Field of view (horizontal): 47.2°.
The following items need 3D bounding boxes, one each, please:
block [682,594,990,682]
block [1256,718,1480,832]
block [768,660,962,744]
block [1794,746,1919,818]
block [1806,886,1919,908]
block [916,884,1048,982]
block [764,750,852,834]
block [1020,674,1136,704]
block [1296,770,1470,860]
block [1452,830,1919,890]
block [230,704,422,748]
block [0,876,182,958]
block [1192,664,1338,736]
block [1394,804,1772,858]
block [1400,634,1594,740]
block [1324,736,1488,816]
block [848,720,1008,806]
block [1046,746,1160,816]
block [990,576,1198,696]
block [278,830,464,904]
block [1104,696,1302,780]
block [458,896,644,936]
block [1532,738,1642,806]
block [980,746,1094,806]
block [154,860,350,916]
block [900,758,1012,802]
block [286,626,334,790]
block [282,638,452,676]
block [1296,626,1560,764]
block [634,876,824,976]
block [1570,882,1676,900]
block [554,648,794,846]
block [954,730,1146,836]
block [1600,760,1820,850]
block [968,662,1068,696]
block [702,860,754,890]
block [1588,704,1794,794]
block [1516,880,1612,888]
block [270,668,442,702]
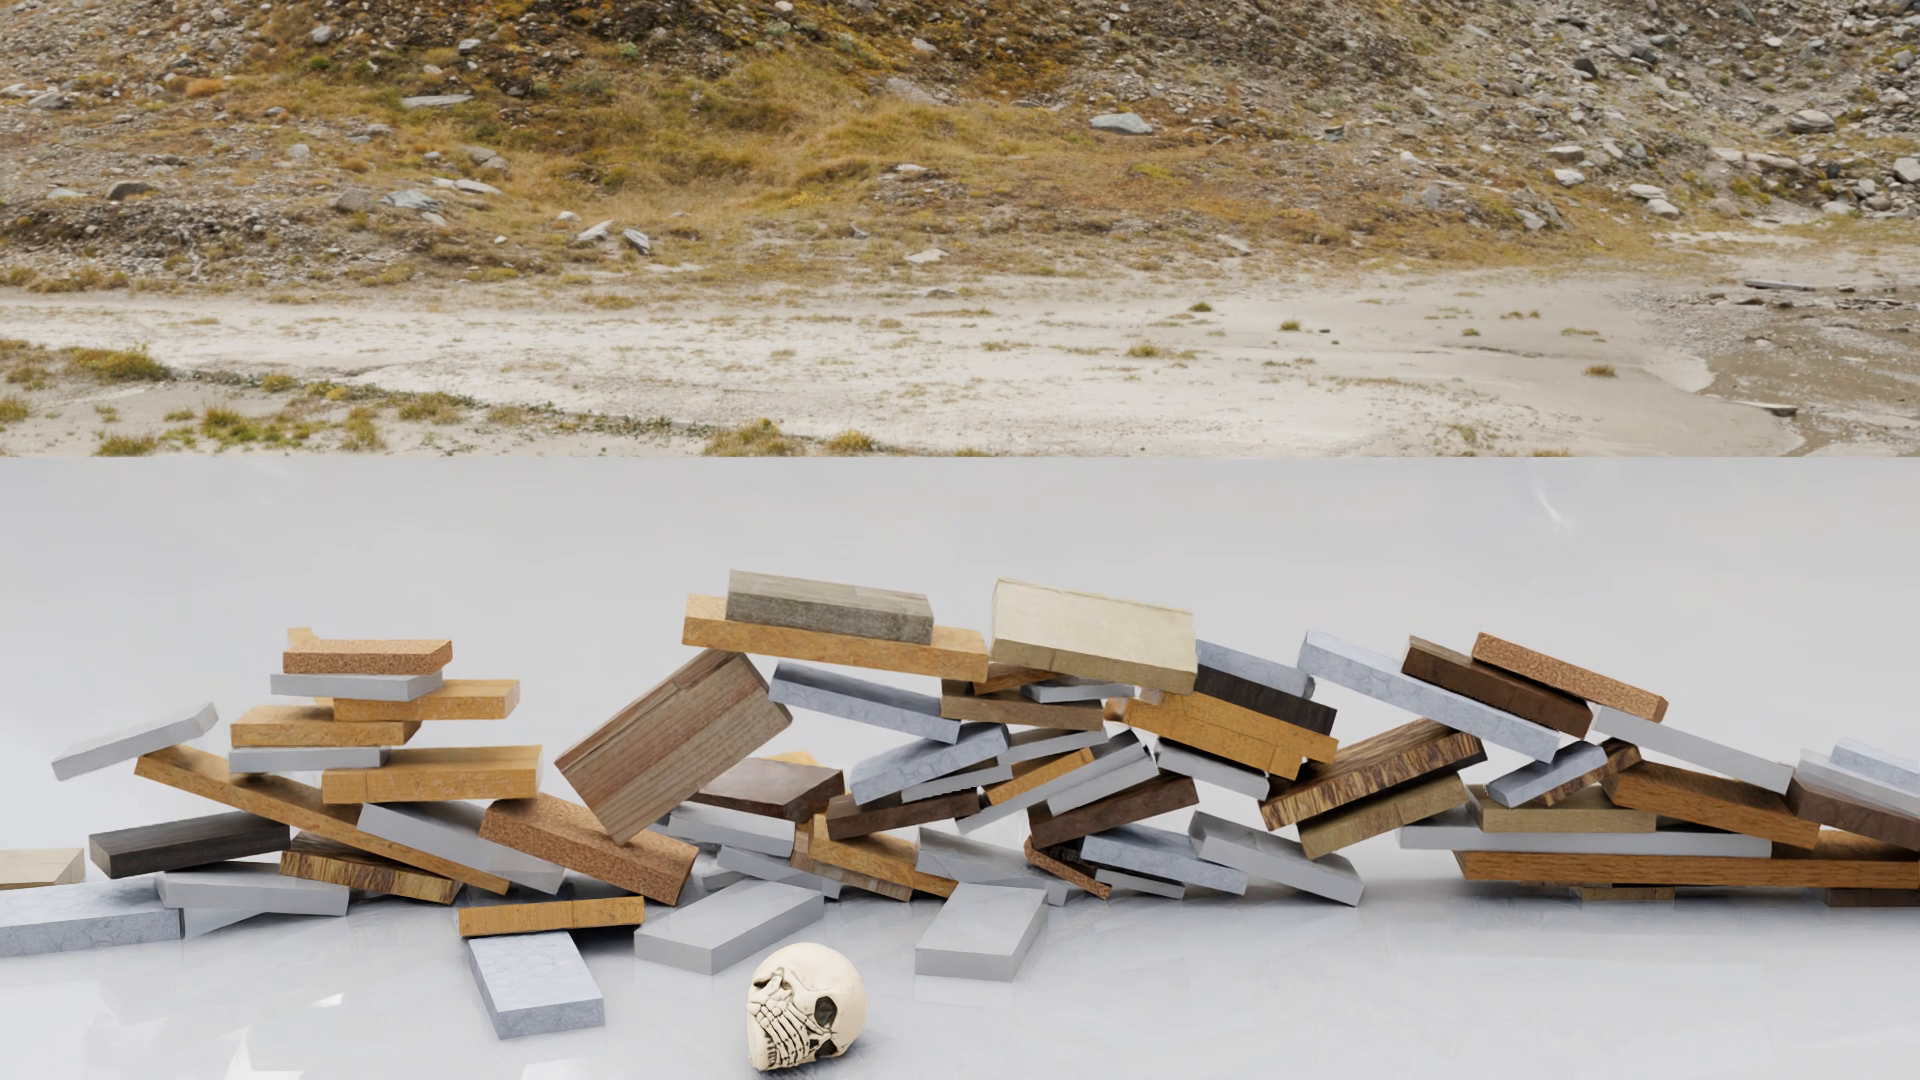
[{"bbox_3d":[-0.204,0.159,3.598,0.491,0.047,0.166,8,11,-7],"label":"block"},{"bbox_3d":[0.676,0.383,3.693,0.368,0.044,0.155,-22,8,6],"label":"block"},{"bbox_3d":[-0.155,0.266,3.626,0.314,0.037,0.132,14,10,-2],"label":"block"},{"bbox_3d":[1.482,0.400,3.596,0.222,0.031,0.111,19,12,18],"label":"block"},{"bbox_3d":[1.951,0.575,3.662,1.051,0.031,0.111,0,11,-1],"label":"block"},{"bbox_3d":[0.038,0.611,3.440,0.149,0.042,0.297,2,11,13],"label":"block"},{"bbox_3d":[-0.309,0.476,4.018,0.177,0.050,0.370,-8,15,-21],"label":"block"},{"bbox_3d":[0.194,0.242,3.623,0.169,0.024,0.085,-2,10,-21],"label":"block"},{"bbox_3d":[0.702,0.448,3.678,0.280,0.040,0.140,-22,8,8],"label":"block"},{"bbox_3d":[1.313,0.526,3.651,0.958,0.046,0.162,1,10,4],"label":"block"},{"bbox_3d":[-1.052,0.309,3.659,0.279,0.040,0.140,0,8,-2],"label":"block"},{"bbox_3d":[-1.422,0.599,3.486,0.354,0.050,0.177,-3,11,-17],"label":"block"},{"bbox_3d":[0.459,0.259,3.724,0.327,0.046,0.163,18,-6,-2],"label":"block"},{"bbox_3d":[1.027,0.481,3.662,0.595,0.040,0.140,1,10,5],"label":"block"},{"bbox_3d":[0.886,0.242,3.647,0.310,0.044,0.155,21,9,9],"label":"block"},{"bbox_3d":[0.743,0.393,3.696,0.284,0.025,0.089,-21,8,12],"label":"block"},{"bbox_3d":[-0.050,0.359,3.630,0.264,0.037,0.132,-20,9,4],"label":"block"},{"bbox_3d":[0.232,0.398,3.633,0.187,0.027,0.094,-22,10,2],"label":"block"},{"bbox_3d":[0.218,0.155,3.598,0.331,0.047,0.166,10,35,-5],"label":"block"},{"bbox_3d":[-0.972,0.541,3.660,0.282,0.040,0.141,11,8,-4],"label":"block"},{"bbox_3d":[0.404,0.332,3.695,0.310,0.044,0.155,19,-6,-8],"label":"block"},{"bbox_3d":[-0.638,0.588,3.437,0.279,0.040,0.140,-2,-11,-12],"label":"block"},{"bbox_3d":[1.016,0.379,3.602,0.178,0.025,0.089,-25,7,-8],"label":"block"},{"bbox_3d":[0.125,0.382,3.645,0.185,0.026,0.092,-24,10,-6],"label":"block"},{"bbox_3d":[-1.147,0.560,3.560,0.282,0.040,0.141,8,6,-28],"label":"block"},{"bbox_3d":[-0.010,0.392,3.639,0.185,0.026,0.092,-12,9,-3],"label":"block"},{"bbox_3d":[-1.275,0.366,4.390,0.050,0.177,1.011,-3,11,-21],"label":"block"},{"bbox_3d":[-0.986,0.194,3.666,0.247,0.035,0.123,0,8,3],"label":"block"},{"bbox_3d":[0.769,0.254,3.628,0.429,0.046,0.163,21,10,7],"label":"block"},{"bbox_3d":[-0.361,0.606,3.469,0.148,0.042,0.297,6,12,31],"label":"block"},{"bbox_3d":[1.105,0.578,3.674,0.153,0.022,0.076,0,11,-1],"label":"block"},{"bbox_3d":[-0.472,0.330,3.627,0.355,0.177,0.050,-35,8,6],"label":"block"},{"bbox_3d":[0.144,0.401,3.653,0.331,0.027,0.094,-23,10,-2],"label":"block"},{"bbox_3d":[1.223,0.425,3.609,0.323,0.046,0.162,13,11,4],"label":"block"},{"bbox_3d":[0.100,0.216,3.623,0.169,0.024,0.085,-12,12,-5],"label":"block"},{"bbox_3d":[-0.381,0.552,3.754,0.081,0.023,0.162,-14,8,9],"label":"block"},{"bbox_3d":[1.193,0.343,3.611,0.310,0.044,0.155,19,-1,12],"label":"block"},{"bbox_3d":[1.004,0.556,3.675,0.153,0.022,0.077,1,10,4],"label":"block"},{"bbox_3d":[-1.000,0.232,3.647,0.247,0.035,0.123,2,8,13],"label":"block"}]
